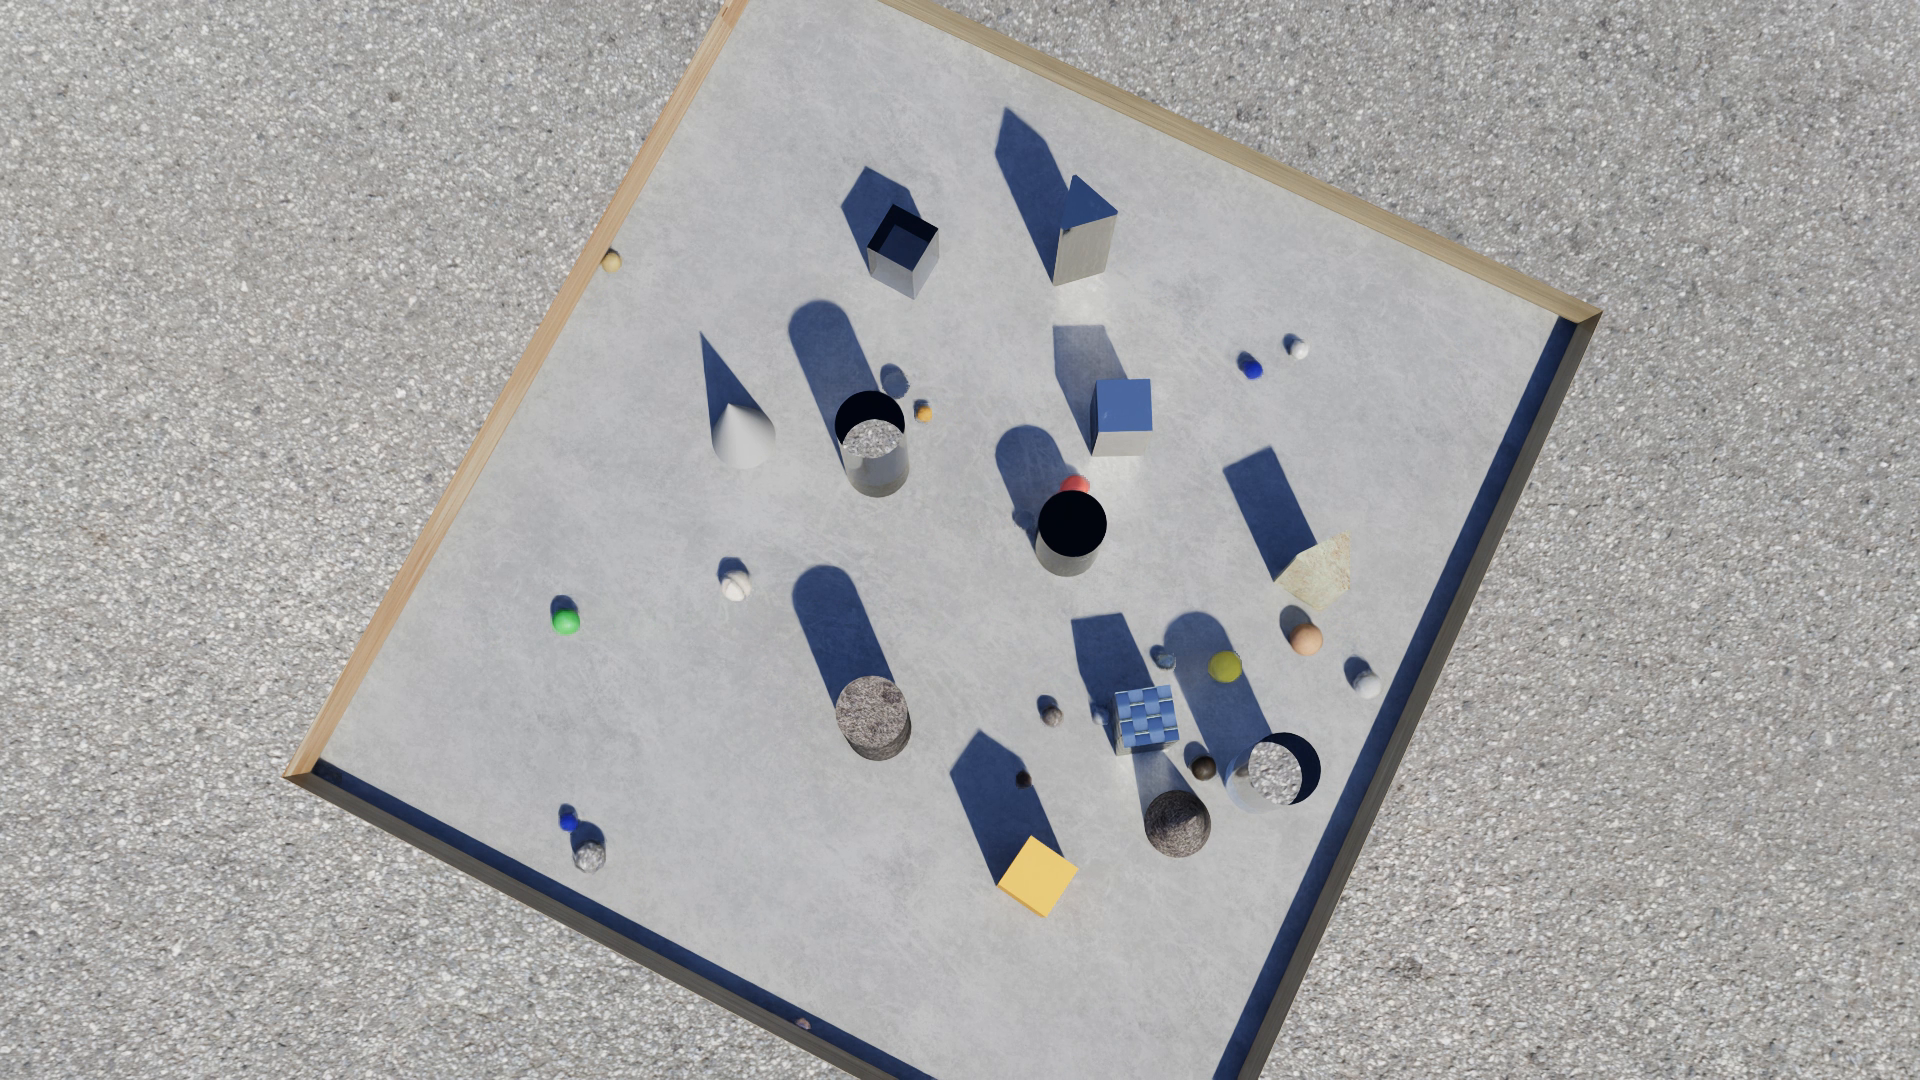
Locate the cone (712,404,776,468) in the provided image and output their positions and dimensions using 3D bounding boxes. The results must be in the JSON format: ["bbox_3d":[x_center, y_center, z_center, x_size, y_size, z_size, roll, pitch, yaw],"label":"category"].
[{"bbox_3d":[-0.670,-0.356,5.491,0.199,0.390,0.199,0,78,0],"label":"cone"}]

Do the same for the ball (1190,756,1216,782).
[{"bbox_3d":[0.723,0.678,5.437,0.077,0.077,0.077,0,78,0],"label":"ball"}]

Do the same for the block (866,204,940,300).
[{"bbox_3d":[-0.173,-0.887,5.666,0.159,0.263,0.159,29,80,6],"label":"block"}]

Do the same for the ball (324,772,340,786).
[{"bbox_3d":[-1.865,0.715,5.443,0.049,0.049,0.049,0,78,0],"label":"ball"}]

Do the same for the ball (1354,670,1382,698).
[{"bbox_3d":[1.221,0.433,5.485,0.083,0.083,0.083,0,78,0],"label":"ball"}]

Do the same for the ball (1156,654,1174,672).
[{"bbox_3d":[0.616,0.368,5.513,0.055,0.055,0.055,0,78,0],"label":"ball"}]

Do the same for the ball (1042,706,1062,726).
[{"bbox_3d":[0.275,0.526,5.476,0.062,0.062,0.062,0,78,0],"label":"ball"}]

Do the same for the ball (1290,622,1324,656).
[{"bbox_3d":[1.040,0.297,5.504,0.100,0.100,0.100,0,78,0],"label":"ball"}]

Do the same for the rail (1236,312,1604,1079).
[{"bbox_3d":[1.277,0.632,5.419,0.045,0.129,3.047,26,80,5],"label":"rail"}]

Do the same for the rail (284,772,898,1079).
[{"bbox_3d":[-0.671,1.320,5.276,2.904,0.129,0.045,26,80,5],"label":"rail"}]

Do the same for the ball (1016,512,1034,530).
[{"bbox_3d":[0.199,-0.058,5.600,0.057,0.057,0.057,0,78,0],"label":"ball"}]

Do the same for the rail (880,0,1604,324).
[{"bbox_3d":[0.671,-1.307,5.820,2.904,0.129,0.045,26,80,5],"label":"rail"}]

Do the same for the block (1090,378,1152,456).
[{"bbox_3d":[0.485,-0.367,5.541,0.159,0.296,0.159,-1,78,0],"label":"block"}]

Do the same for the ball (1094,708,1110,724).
[{"bbox_3d":[0.423,0.525,5.483,0.049,0.049,0.049,0,78,0],"label":"ball"}]

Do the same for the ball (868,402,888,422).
[{"bbox_3d":[-0.254,-0.396,5.668,0.059,0.059,0.059,0,78,0],"label":"ball"}]

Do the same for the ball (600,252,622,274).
[{"bbox_3d":[-1.097,-0.872,5.764,0.066,0.066,0.066,0,78,0],"label":"ball"}]

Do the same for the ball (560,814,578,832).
[{"bbox_3d":[-1.155,0.836,5.416,0.054,0.054,0.054,0,78,0],"label":"ball"}]

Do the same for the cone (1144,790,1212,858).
[{"bbox_3d":[0.646,0.800,5.233,0.199,0.426,0.199,0,78,0],"label":"cone"}]

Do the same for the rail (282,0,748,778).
[{"bbox_3d":[-1.277,-0.619,5.678,0.045,0.129,3.047,26,80,5],"label":"rail"}]

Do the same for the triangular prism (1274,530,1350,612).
[{"bbox_3d":[1.069,0.072,5.404,0.172,0.388,0.149,33,80,6],"label":"triangular prism"}]

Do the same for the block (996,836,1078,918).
[{"bbox_3d":[0.216,0.963,5.228,0.159,0.371,0.159,34,80,7],"label":"block"}]

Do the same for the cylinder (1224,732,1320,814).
[{"bbox_3d":[0.889,0.672,5.242,0.199,0.461,0.199,0,78,0],"label":"cylinder"}]

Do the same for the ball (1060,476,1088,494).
[{"bbox_3d":[0.348,-0.154,5.603,0.089,0.089,0.089,0,78,0],"label":"ball"}]

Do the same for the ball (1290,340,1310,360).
[{"bbox_3d":[1.056,-0.592,5.708,0.061,0.061,0.061,0,78,0],"label":"ball"}]

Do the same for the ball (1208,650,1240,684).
[{"bbox_3d":[0.792,0.381,5.488,0.097,0.097,0.097,0,78,0],"label":"ball"}]

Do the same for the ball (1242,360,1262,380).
[{"bbox_3d":[0.910,-0.530,5.696,0.060,0.060,0.060,0,78,0],"label":"ball"}]

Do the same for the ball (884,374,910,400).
[{"bbox_3d":[-0.196,-0.476,5.675,0.079,0.079,0.079,0,78,0],"label":"ball"}]

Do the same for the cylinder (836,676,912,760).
[{"bbox_3d":[-0.245,0.519,5.283,0.199,0.444,0.199,0,78,0],"label":"cylinder"}]

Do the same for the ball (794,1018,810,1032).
[{"bbox_3d":[-0.459,1.406,5.302,0.046,0.046,0.046,0,78,0],"label":"ball"}]

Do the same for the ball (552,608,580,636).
[{"bbox_3d":[-1.187,0.247,5.524,0.082,0.082,0.082,0,78,0],"label":"ball"}]

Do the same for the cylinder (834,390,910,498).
[{"bbox_3d":[-0.255,-0.277,5.423,0.199,0.491,0.199,0,78,0],"label":"cylinder"}]

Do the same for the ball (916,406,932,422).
[{"bbox_3d":[-0.109,-0.390,5.671,0.051,0.051,0.051,0,78,0],"label":"ball"}]

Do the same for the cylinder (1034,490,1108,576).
[{"bbox_3d":[0.326,-0.016,5.459,0.199,0.315,0.199,0,78,0],"label":"cylinder"}]

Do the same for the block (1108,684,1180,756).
[{"bbox_3d":[0.534,0.530,5.360,0.159,0.287,0.159,-8,78,-2],"label":"block"}]

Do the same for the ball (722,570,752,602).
[{"bbox_3d":[-0.676,0.140,5.540,0.092,0.092,0.092,0,78,0],"label":"ball"}]

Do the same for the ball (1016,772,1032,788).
[{"bbox_3d":[0.189,0.712,5.445,0.048,0.048,0.048,0,78,0],"label":"ball"}]

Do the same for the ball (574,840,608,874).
[{"bbox_3d":[-1.085,0.929,5.374,0.098,0.098,0.098,0,78,0],"label":"ball"}]

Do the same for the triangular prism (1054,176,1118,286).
[{"bbox_3d":[0.355,-0.946,5.564,0.172,0.486,0.149,-17,79,-3],"label":"triangular prism"}]
